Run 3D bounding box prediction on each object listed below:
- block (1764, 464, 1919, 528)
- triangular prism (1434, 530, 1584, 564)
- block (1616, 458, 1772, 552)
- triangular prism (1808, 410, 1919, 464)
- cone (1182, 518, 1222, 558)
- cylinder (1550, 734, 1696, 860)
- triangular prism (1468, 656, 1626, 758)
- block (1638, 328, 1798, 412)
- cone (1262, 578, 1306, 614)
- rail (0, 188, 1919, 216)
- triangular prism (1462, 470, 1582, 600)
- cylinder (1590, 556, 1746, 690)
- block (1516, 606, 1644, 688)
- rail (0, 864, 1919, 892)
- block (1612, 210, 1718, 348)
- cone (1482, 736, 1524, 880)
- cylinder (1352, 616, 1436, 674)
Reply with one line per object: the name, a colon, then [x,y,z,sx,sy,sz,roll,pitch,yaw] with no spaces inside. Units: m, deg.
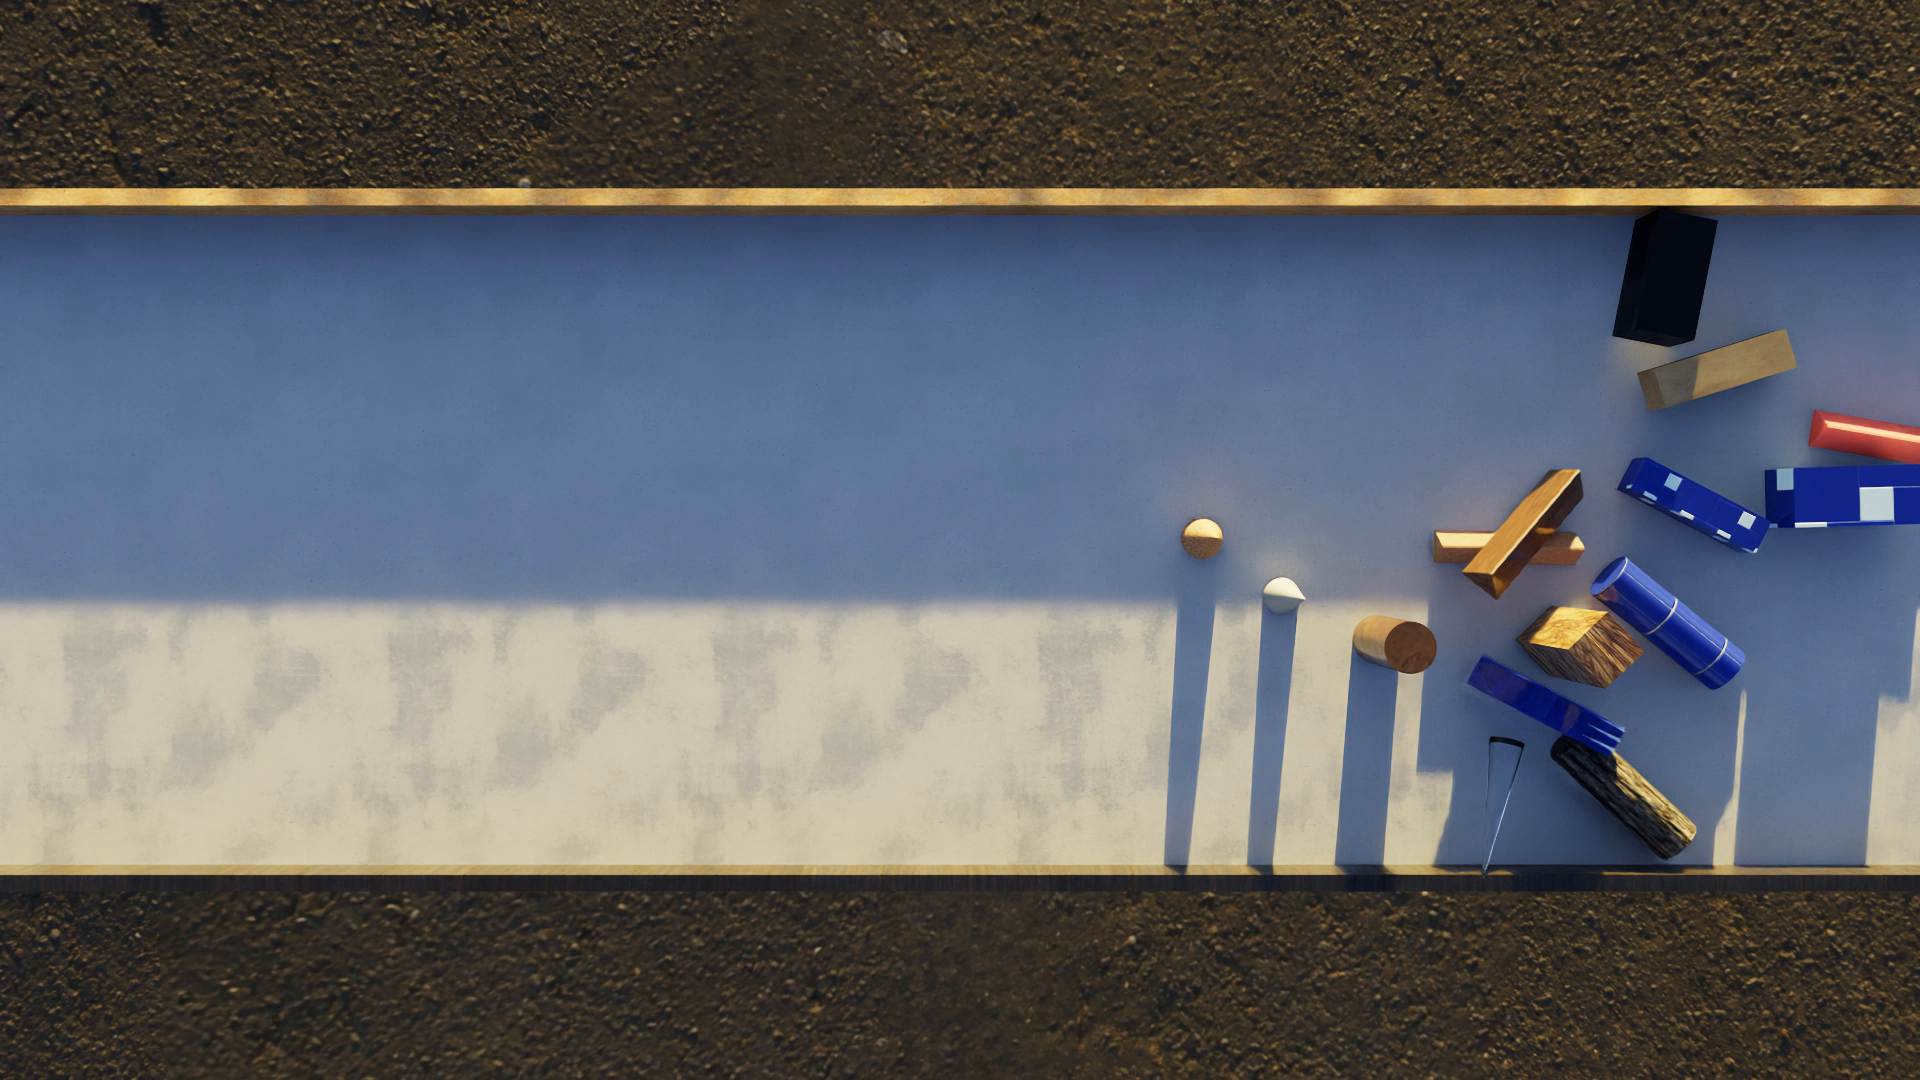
block: [2.674,-0.131,4.988,0.391,0.177,0.177,-2,90,0]
triangular prism: [1.675,0.023,5.032,0.432,0.085,0.098,1,90,0]
block: [2.234,-0.106,5.024,0.424,0.105,0.105,27,90,0]
triangular prism: [2.801,-0.313,5.026,0.370,0.095,0.110,10,90,0]
cone: [0.745,-0.006,4.921,0.128,0.311,0.128,0,90,0]
cylinder: [2.010,0.762,5.005,0.453,0.142,0.142,43,90,0]
triangular prism: [1.765,0.482,4.951,0.455,0.088,0.102,29,55,16]
block: [2.300,-0.517,5.015,0.414,0.123,0.123,-17,90,0]
cone: [0.989,0.170,4.897,0.113,0.358,0.113,0,90,0]
rail: [-2.247,-1.025,5.002,12.000,0.150,0.050,0,90,0]
triangular prism: [1.709,-0.036,4.949,0.126,0.109,0.450,41,74,13]
cylinder: [2.145,0.252,5.002,0.459,0.149,0.149,39,90,0]
block: [1.817,0.310,4.856,0.153,0.441,0.153,-44,90,0]
rail: [-2.247,1.025,5.001,12.000,0.150,0.050,0,90,0]
block: [2.130,-0.789,4.988,0.178,0.178,0.363,11,90,0]
cone: [1.611,0.819,4.972,0.104,0.104,0.439,15,76,0]
cylinder: [1.283,0.307,4.886,0.150,0.380,0.150,0,90,0]
